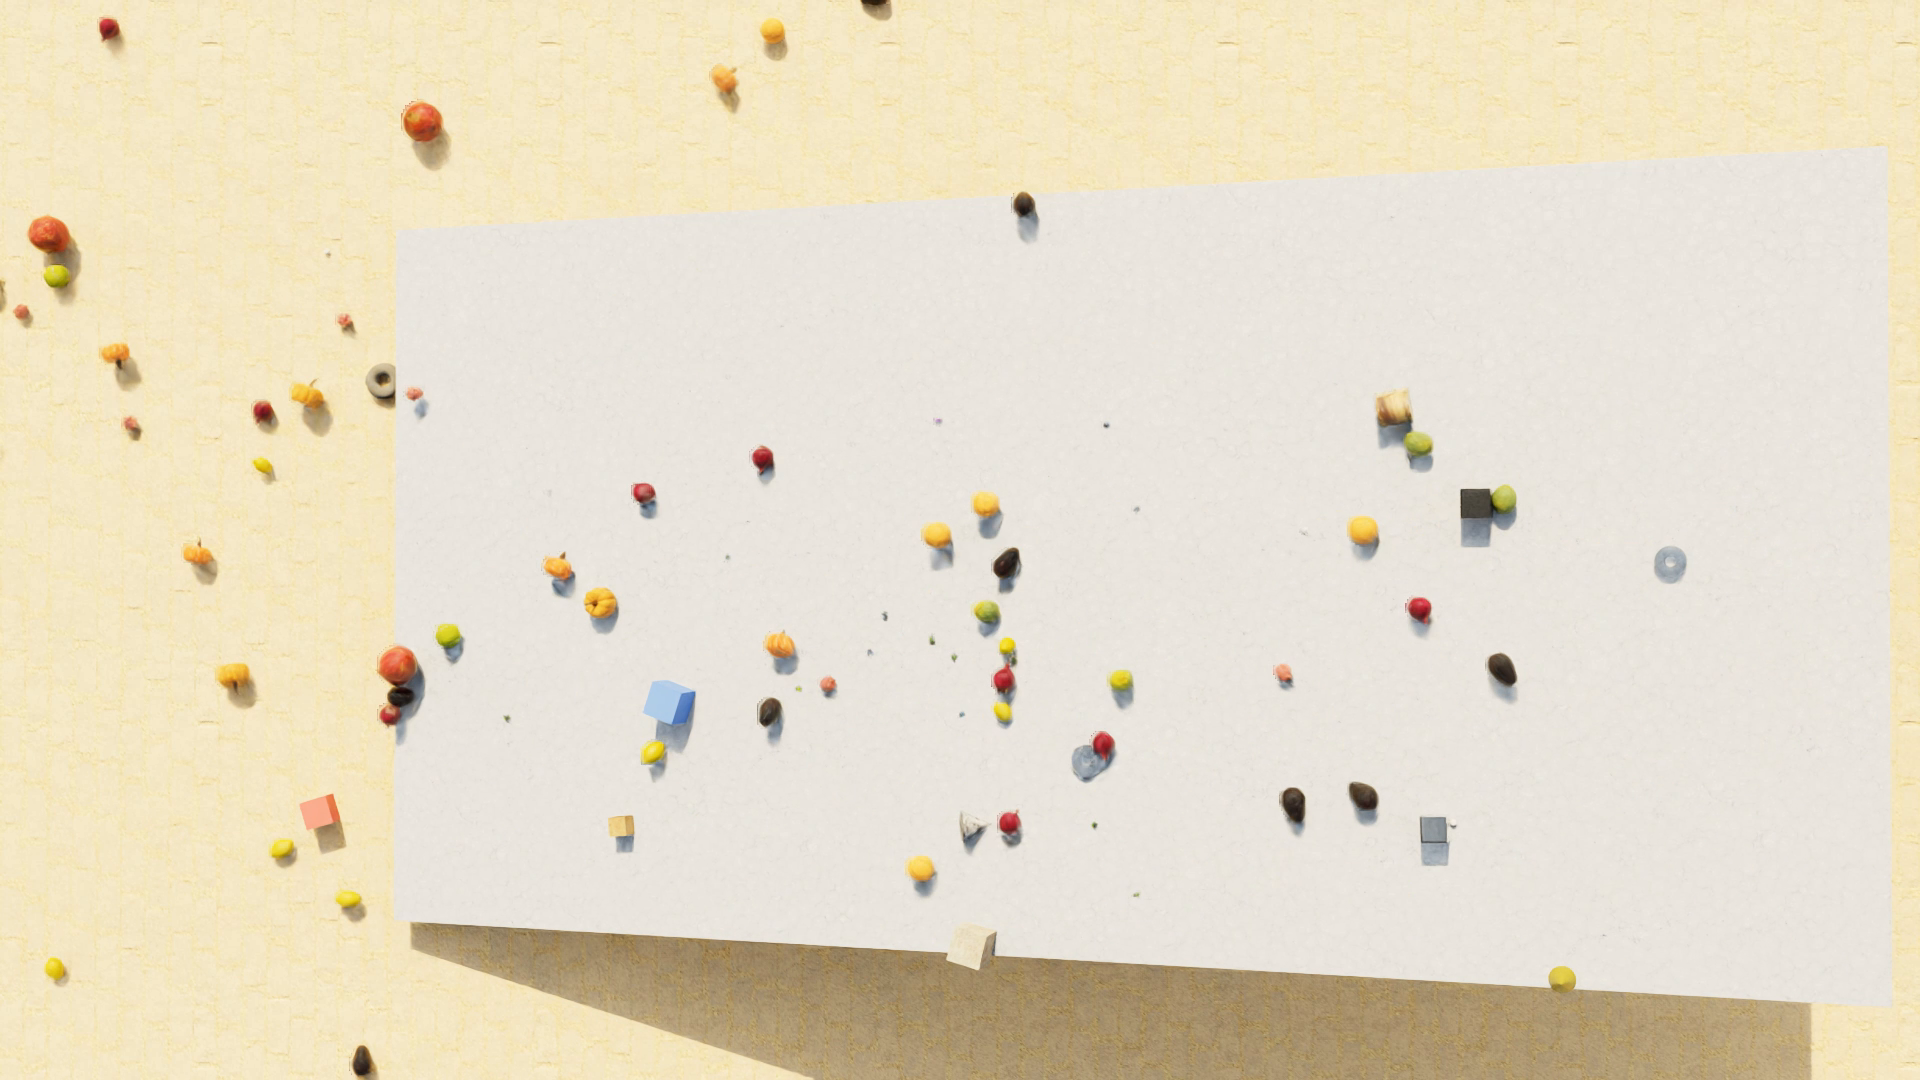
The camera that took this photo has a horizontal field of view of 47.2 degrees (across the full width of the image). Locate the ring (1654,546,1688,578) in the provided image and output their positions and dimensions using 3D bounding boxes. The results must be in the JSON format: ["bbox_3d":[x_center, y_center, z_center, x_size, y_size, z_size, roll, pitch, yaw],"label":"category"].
[{"bbox_3d":[1.696,0.051,5.248,0.076,0.025,0.076,-1,88,18],"label":"ring"}]

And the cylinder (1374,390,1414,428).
[{"bbox_3d":[1.073,-0.325,5.432,0.079,0.079,0.079,-12,89,18],"label":"cylinder"}]

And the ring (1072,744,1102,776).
[{"bbox_3d":[0.327,0.571,5.695,0.083,0.028,0.083,1,93,19],"label":"ring"}]

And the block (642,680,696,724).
[{"bbox_3d":[-0.798,0.445,6.037,0.092,0.092,0.092,20,95,18],"label":"block"}]

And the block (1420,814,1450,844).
[{"bbox_3d":[1.165,0.708,5.395,0.064,0.064,0.064,-3,88,18],"label":"block"}]

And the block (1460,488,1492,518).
[{"bbox_3d":[1.261,-0.089,5.370,0.071,0.071,0.071,-1,89,18],"label":"block"}]

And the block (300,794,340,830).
[{"bbox_3d":[-1.867,0.793,6.415,0.080,0.080,0.080,-17,89,0],"label":"block"}]

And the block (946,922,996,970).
[{"bbox_3d":[0.031,1.061,5.754,0.091,0.091,0.091,14,94,18],"label":"block"}]

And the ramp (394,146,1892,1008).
[{"bbox_3d":[0.277,0.092,5.786,4.000,0.100,2.000,0,89,18],"label":"ramp"}]

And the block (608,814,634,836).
[{"bbox_3d":[-0.940,0.793,6.101,0.052,0.052,0.052,-7,87,18],"label":"block"}]

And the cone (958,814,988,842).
[{"bbox_3d":[0.043,0.749,5.783,0.077,0.077,0.077,-9,89,-19],"label":"cone"}]

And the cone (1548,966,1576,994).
[{"bbox_3d":[1.448,1.064,5.294,0.066,0.066,0.066,0,89,18],"label":"cone"}]

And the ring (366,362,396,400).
[{"bbox_3d":[-1.690,-0.467,6.455,0.107,0.036,0.107,0,88,-1],"label":"ring"}]
